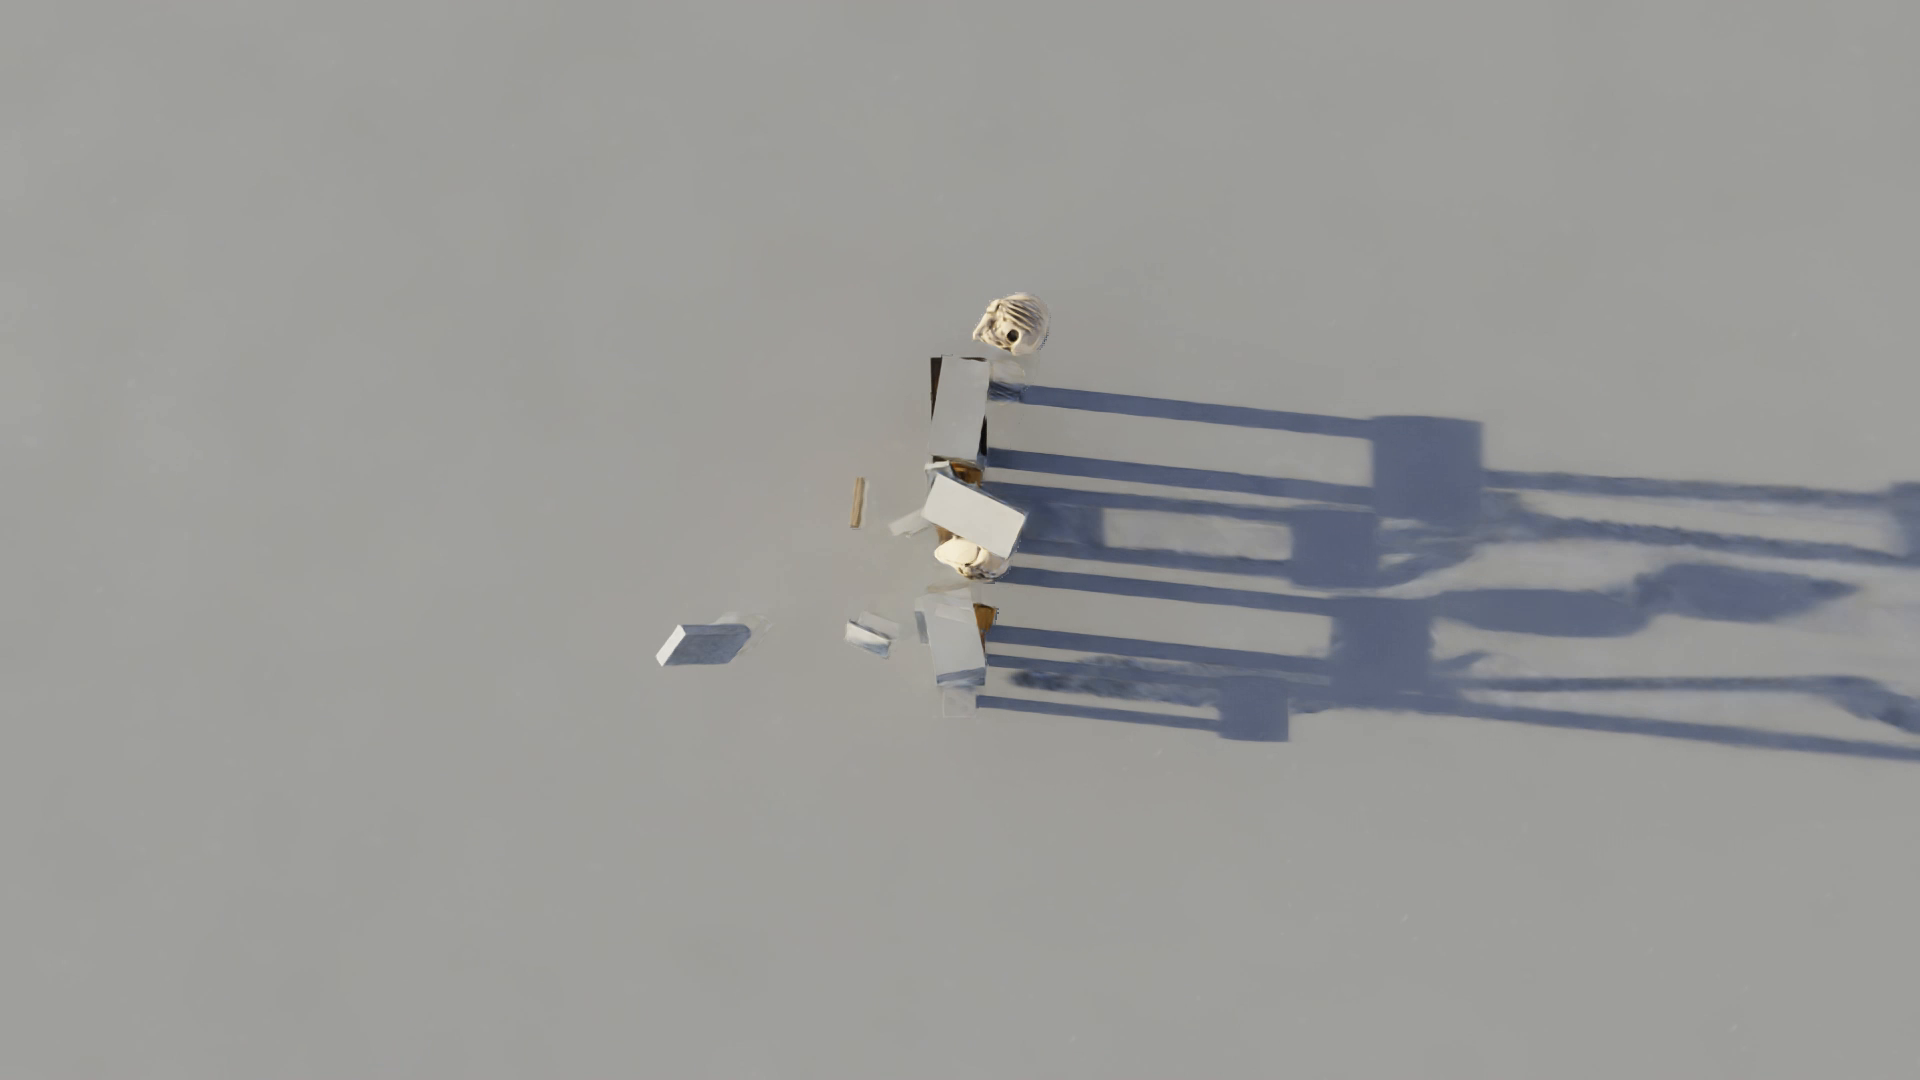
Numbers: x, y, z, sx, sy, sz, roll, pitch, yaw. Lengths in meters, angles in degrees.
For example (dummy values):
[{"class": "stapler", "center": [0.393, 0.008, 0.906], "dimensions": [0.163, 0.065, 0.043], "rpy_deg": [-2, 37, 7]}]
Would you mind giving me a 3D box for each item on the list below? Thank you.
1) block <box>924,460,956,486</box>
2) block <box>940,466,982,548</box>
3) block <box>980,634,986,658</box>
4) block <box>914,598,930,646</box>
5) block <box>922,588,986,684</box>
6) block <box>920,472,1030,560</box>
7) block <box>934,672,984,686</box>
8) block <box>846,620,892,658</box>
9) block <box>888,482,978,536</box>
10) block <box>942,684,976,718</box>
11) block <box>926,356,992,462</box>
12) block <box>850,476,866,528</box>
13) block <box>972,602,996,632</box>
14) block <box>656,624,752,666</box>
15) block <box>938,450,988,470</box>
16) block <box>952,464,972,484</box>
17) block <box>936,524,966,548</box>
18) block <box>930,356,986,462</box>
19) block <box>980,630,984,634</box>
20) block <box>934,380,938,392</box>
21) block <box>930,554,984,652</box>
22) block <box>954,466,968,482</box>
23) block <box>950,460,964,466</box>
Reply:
[{"class": "block", "center": [-0.045, -0.168, 5.103], "dimensions": [0.080, 0.199, 0.023], "rpy_deg": [-9, 50, 11]}, {"class": "block", "center": [0.003, -0.108, 5.212], "dimensions": [0.134, 0.038, 0.267], "rpy_deg": [-1, 90, 0]}, {"class": "block", "center": [0.006, 0.332, 5.141], "dimensions": [0.145, 0.021, 0.072], "rpy_deg": [0, 97, 1]}, {"class": "block", "center": [-0.055, 0.249, 4.986], "dimensions": [0.144, 0.288, 0.041], "rpy_deg": [0, 65, 3]}, {"class": "block", "center": [-0.018, 0.272, 4.751], "dimensions": [0.144, 0.041, 0.288], "rpy_deg": [-10, 51, -2]}, {"class": "block", "center": [0.041, -0.071, 4.676], "dimensions": [0.280, 0.040, 0.140], "rpy_deg": [26, 109, 11]}, {"class": "block", "center": [-0.001, 0.391, 4.980], "dimensions": [0.144, 0.558, 0.041], "rpy_deg": [0, 90, 0]}, {"class": "block", "center": [-0.288, 0.309, 5.169], "dimensions": [0.145, 0.021, 0.072], "rpy_deg": [22, 129, 15]}, {"class": "block", "center": [-0.072, -0.092, 4.902], "dimensions": [0.280, 0.140, 0.040], "rpy_deg": [-26, 91, 5]}, {"class": "block", "center": [-0.001, 0.463, 5.274], "dimensions": [0.105, 0.030, 0.211], "rpy_deg": [0, 90, 0]}, {"class": "block", "center": [-0.001, -0.377, 4.747], "dimensions": [0.144, 0.041, 0.287], "rpy_deg": [9, 85, 1]}, {"class": "block", "center": [-0.332, -0.122, 5.353], "dimensions": [0.023, 0.080, 0.159], "rpy_deg": [7, 86, 3]}, {"class": "block", "center": [0.031, 0.232, 5.121], "dimensions": [0.145, 0.021, 0.072], "rpy_deg": [13, 108, -15]}, {"class": "block", "center": [-0.795, 0.327, 5.138], "dimensions": [0.140, 0.296, 0.040], "rpy_deg": [-51, 62, 22]}, {"class": "block", "center": [-0.004, -0.257, 4.925], "dimensions": [0.144, 0.287, 0.041], "rpy_deg": [17, 90, 7]}, {"class": "block", "center": [0.001, -0.206, 5.134], "dimensions": [0.059, 0.117, 0.017], "rpy_deg": [-6, 47, 5]}, {"class": "block", "center": [-0.038, -0.059, 5.146], "dimensions": [0.080, 0.023, 0.159], "rpy_deg": [-13, 116, 4]}, {"class": "block", "center": [-0.004, -0.400, 5.141], "dimensions": [0.167, 0.047, 0.335], "rpy_deg": [-1, 90, 0]}, {"class": "block", "center": [-0.002, 0.300, 5.348], "dimensions": [0.151, 0.302, 0.043], "rpy_deg": [0, 90, 0]}, {"class": "block", "center": [0.000, -0.418, 4.945], "dimensions": [0.144, 0.344, 0.041], "rpy_deg": [-4, 79, 0]}, {"class": "block", "center": [-0.007, 0.201, 5.176], "dimensions": [0.151, 0.043, 0.302], "rpy_deg": [3, 90, 0]}, {"class": "block", "center": [-0.006, -0.178, 5.139], "dimensions": [0.058, 0.117, 0.017], "rpy_deg": [-6, 47, 5]}, {"class": "block", "center": [-0.008, -0.292, 5.083], "dimensions": [0.059, 0.017, 0.117], "rpy_deg": [5, 85, 6]}]
